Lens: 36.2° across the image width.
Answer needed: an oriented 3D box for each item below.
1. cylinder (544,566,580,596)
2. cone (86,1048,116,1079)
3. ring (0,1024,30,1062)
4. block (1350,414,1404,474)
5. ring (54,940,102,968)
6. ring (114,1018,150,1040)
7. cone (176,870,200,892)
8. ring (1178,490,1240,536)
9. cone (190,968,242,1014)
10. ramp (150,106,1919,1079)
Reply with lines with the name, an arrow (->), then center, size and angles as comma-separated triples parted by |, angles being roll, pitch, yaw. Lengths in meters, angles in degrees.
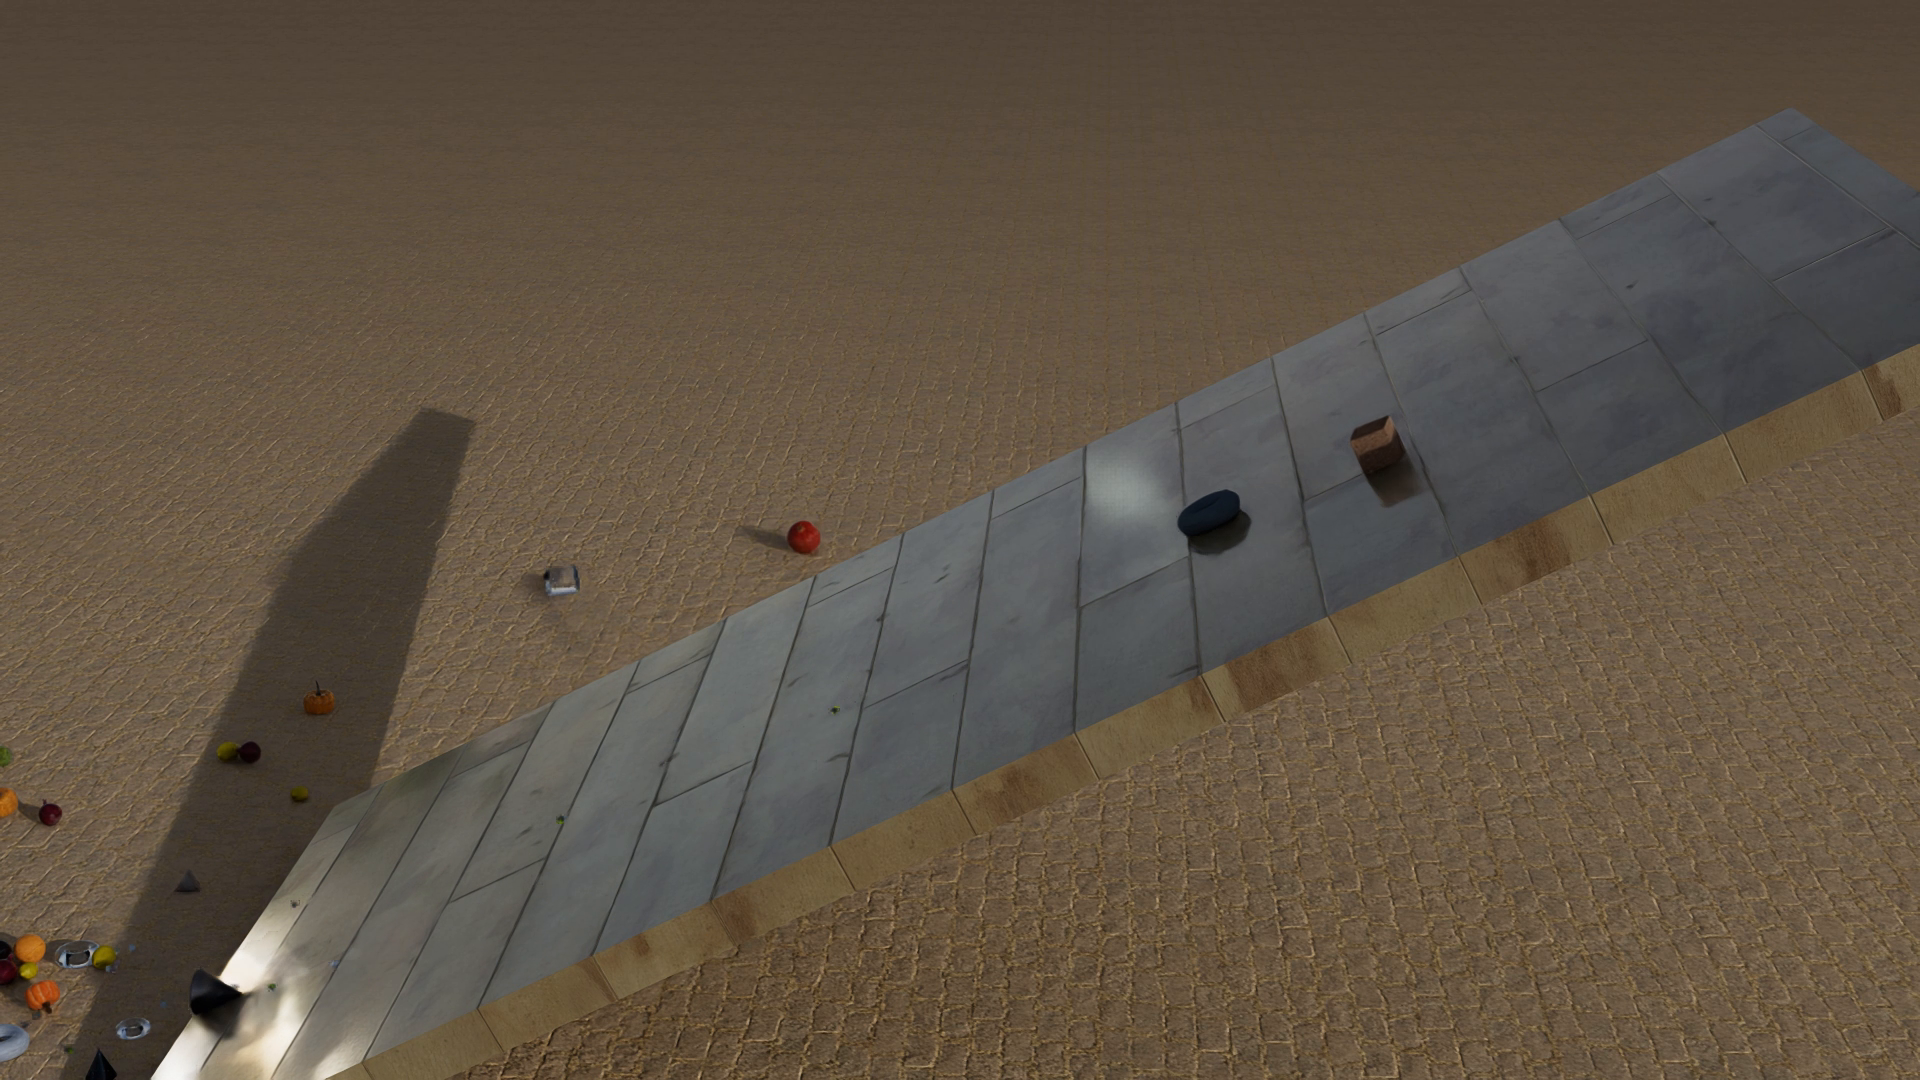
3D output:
cylinder -> -1.292, 0.134, 9.543 | 0.092, 0.092, 0.092 | -6, 18, -21
cone -> -1.848, 1.122, 6.320 | 0.066, 0.066, 0.066 | 0, 17, 0
ring -> -2.102, 1.101, 6.432 | 0.131, 0.044, 0.131 | 0, 18, 0
block -> 0.832, -0.190, 5.866 | 0.076, 0.076, 0.076 | -22, 15, 23
ring -> -2.063, 0.969, 6.880 | 0.108, 0.036, 0.108 | -1, 17, 0
ring -> -1.833, 1.083, 6.520 | 0.078, 0.026, 0.078 | -1, 16, 0
cone -> -1.919, 0.855, 7.273 | 0.058, 0.058, 0.058 | -34, 18, 2
ring -> 0.513, -0.056, 6.061 | 0.139, 0.046, 0.139 | -28, 13, 7
cone -> -1.606, 0.983, 6.386 | 0.100, 0.100, 0.100 | 1, 17, 6
ramp -> 0.139, 0.168, 6.281 | 4.000, 0.100, 2.000 | -26, 14, 10
